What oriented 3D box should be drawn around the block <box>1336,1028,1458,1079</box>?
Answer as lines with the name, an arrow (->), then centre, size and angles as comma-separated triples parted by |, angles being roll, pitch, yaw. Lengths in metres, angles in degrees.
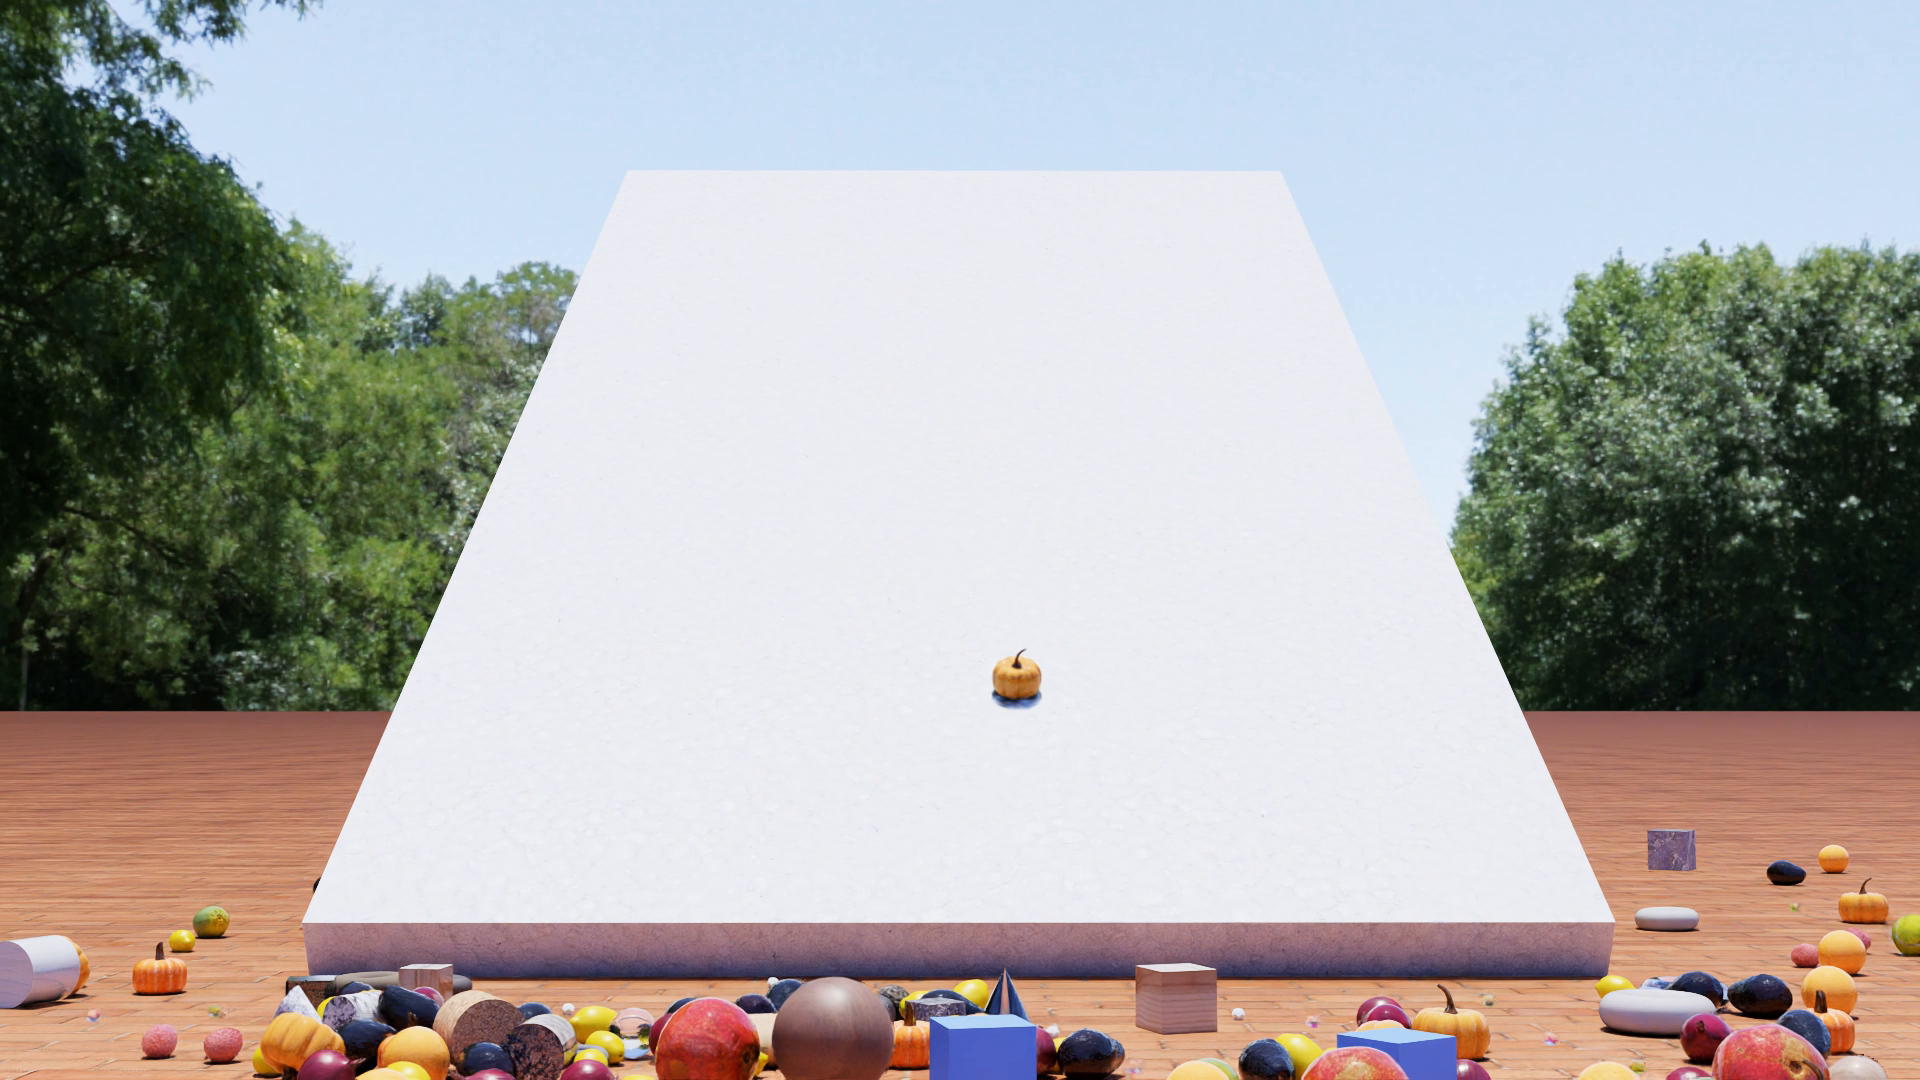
block -> 0.441, 0.543, 2.370 | 0.084, 0.084, 0.084 | 3, -5, -37

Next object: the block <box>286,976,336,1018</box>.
block -> -0.851, 0.605, 3.077 | 0.060, 0.060, 0.060 | 1, -4, -11

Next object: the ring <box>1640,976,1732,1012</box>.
ring -> 0.997, 0.625, 3.226 | 0.123, 0.041, 0.123 | 1, -5, 0

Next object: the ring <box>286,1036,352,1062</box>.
ring -> -0.757, 0.601, 2.772 | 0.075, 0.025, 0.075 | 0, -5, 0

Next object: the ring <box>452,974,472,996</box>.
ring -> -0.743, 0.641, 3.365 | 0.087, 0.029, 0.087 | 1, -4, 0

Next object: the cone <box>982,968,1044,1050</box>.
cone -> 0.055, 0.573, 2.878 | 0.096, 0.096, 0.096 | 0, -4, 0

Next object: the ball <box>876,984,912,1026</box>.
ball -> -0.089, 0.608, 3.067 | 0.052, 0.052, 0.052 | 0, -4, 0

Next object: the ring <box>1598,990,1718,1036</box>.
ring -> 0.895, 0.606, 3.012 | 0.146, 0.049, 0.146 | 1, -5, 0

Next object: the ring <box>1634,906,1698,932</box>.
ring -> 1.318, 0.707, 4.376 | 0.115, 0.038, 0.115 | -1, -4, 0

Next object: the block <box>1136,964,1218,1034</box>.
block -> 0.279, 0.592, 3.033 | 0.079, 0.079, 0.079 | 2, -4, -21

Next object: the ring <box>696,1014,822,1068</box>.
ring -> -0.236, 0.588, 2.758 | 0.149, 0.050, 0.149 | -1, -5, 0

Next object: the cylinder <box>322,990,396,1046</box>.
cylinder -> -0.742, 0.591, 2.896 | 0.062, 0.062, 0.062 | -2, -5, 32

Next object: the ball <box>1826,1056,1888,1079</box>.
ball -> 0.908, 0.554, 2.374 | 0.062, 0.062, 0.062 | 0, -4, 0

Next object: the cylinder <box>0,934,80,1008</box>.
cylinder -> -1.300, 0.603, 3.281 | 0.092, 0.092, 0.092 | -1, -4, 20

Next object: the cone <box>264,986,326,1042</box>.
cone -> -0.806, 0.605, 2.909 | 0.078, 0.078, 0.078 | 26, -3, 4

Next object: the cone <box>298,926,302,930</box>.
cone -> -1.191, 0.705, 4.372 | 0.091, 0.091, 0.091 | -26, 0, -10

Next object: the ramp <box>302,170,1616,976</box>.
ramp -> -0.009, -0.229, 5.401 | 2.000, 0.100, 4.000 | 0, 25, 0

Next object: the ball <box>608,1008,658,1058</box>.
ball -> -0.388, 0.585, 2.786 | 0.058, 0.058, 0.058 | 0, -4, 0

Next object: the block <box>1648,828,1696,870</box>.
block -> 1.816, 0.790, 5.986 | 0.098, 0.098, 0.098 | -2, -5, 29

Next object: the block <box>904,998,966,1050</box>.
block -> -0.031, 0.594, 2.884 | 0.054, 0.054, 0.054 | 3, -5, -34

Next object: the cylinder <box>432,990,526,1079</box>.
cylinder -> -0.544, 0.561, 2.665 | 0.089, 0.089, 0.089 | 2, -4, -26

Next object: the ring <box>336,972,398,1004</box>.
ring -> -0.827, 0.630, 3.288 | 0.121, 0.040, 0.121 | -1, -4, 0

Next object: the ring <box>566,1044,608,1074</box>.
ring -> -0.441, 0.594, 2.686 | 0.078, 0.026, 0.078 | -1, -5, 0

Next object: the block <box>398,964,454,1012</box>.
block -> -0.737, 0.617, 3.237 | 0.057, 0.057, 0.057 | 0, -4, 7

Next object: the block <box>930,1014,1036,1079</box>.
block -> 0.023, 0.543, 2.419 | 0.091, 0.091, 0.091 | 1, -4, -13

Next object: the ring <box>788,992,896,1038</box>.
ring -> -0.151, 0.606, 2.995 | 0.139, 0.046, 0.139 | -1, -4, 0

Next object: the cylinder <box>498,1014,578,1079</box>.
cylinder -> -0.464, 0.563, 2.580 | 0.073, 0.073, 0.073 | 0, -4, 2
